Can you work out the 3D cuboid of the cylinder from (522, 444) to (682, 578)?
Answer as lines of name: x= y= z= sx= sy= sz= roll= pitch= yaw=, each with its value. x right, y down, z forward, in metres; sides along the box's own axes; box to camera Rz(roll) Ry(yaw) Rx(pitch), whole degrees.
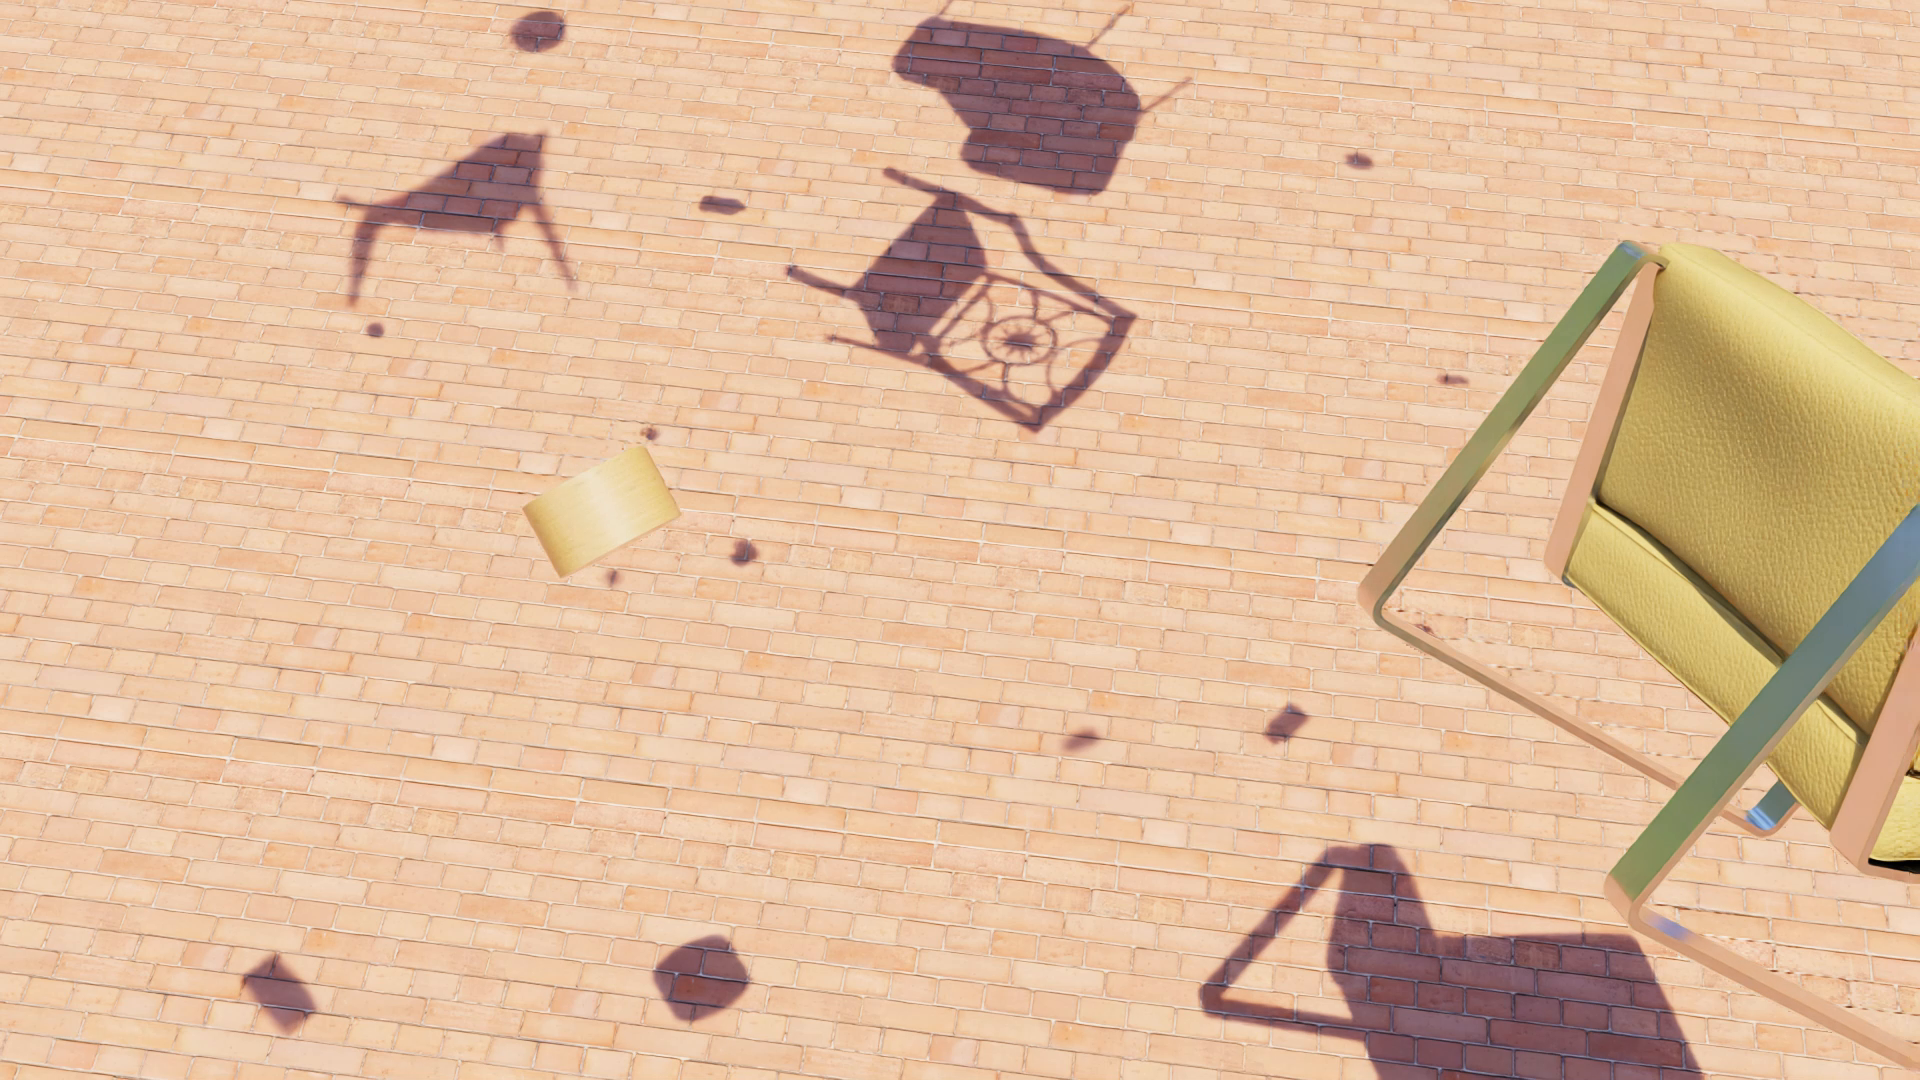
cylinder: x=-0.599 y=-0.047 z=3.683 sx=0.230 sy=0.221 sz=0.133 roll=-28 pitch=92 yaw=5
